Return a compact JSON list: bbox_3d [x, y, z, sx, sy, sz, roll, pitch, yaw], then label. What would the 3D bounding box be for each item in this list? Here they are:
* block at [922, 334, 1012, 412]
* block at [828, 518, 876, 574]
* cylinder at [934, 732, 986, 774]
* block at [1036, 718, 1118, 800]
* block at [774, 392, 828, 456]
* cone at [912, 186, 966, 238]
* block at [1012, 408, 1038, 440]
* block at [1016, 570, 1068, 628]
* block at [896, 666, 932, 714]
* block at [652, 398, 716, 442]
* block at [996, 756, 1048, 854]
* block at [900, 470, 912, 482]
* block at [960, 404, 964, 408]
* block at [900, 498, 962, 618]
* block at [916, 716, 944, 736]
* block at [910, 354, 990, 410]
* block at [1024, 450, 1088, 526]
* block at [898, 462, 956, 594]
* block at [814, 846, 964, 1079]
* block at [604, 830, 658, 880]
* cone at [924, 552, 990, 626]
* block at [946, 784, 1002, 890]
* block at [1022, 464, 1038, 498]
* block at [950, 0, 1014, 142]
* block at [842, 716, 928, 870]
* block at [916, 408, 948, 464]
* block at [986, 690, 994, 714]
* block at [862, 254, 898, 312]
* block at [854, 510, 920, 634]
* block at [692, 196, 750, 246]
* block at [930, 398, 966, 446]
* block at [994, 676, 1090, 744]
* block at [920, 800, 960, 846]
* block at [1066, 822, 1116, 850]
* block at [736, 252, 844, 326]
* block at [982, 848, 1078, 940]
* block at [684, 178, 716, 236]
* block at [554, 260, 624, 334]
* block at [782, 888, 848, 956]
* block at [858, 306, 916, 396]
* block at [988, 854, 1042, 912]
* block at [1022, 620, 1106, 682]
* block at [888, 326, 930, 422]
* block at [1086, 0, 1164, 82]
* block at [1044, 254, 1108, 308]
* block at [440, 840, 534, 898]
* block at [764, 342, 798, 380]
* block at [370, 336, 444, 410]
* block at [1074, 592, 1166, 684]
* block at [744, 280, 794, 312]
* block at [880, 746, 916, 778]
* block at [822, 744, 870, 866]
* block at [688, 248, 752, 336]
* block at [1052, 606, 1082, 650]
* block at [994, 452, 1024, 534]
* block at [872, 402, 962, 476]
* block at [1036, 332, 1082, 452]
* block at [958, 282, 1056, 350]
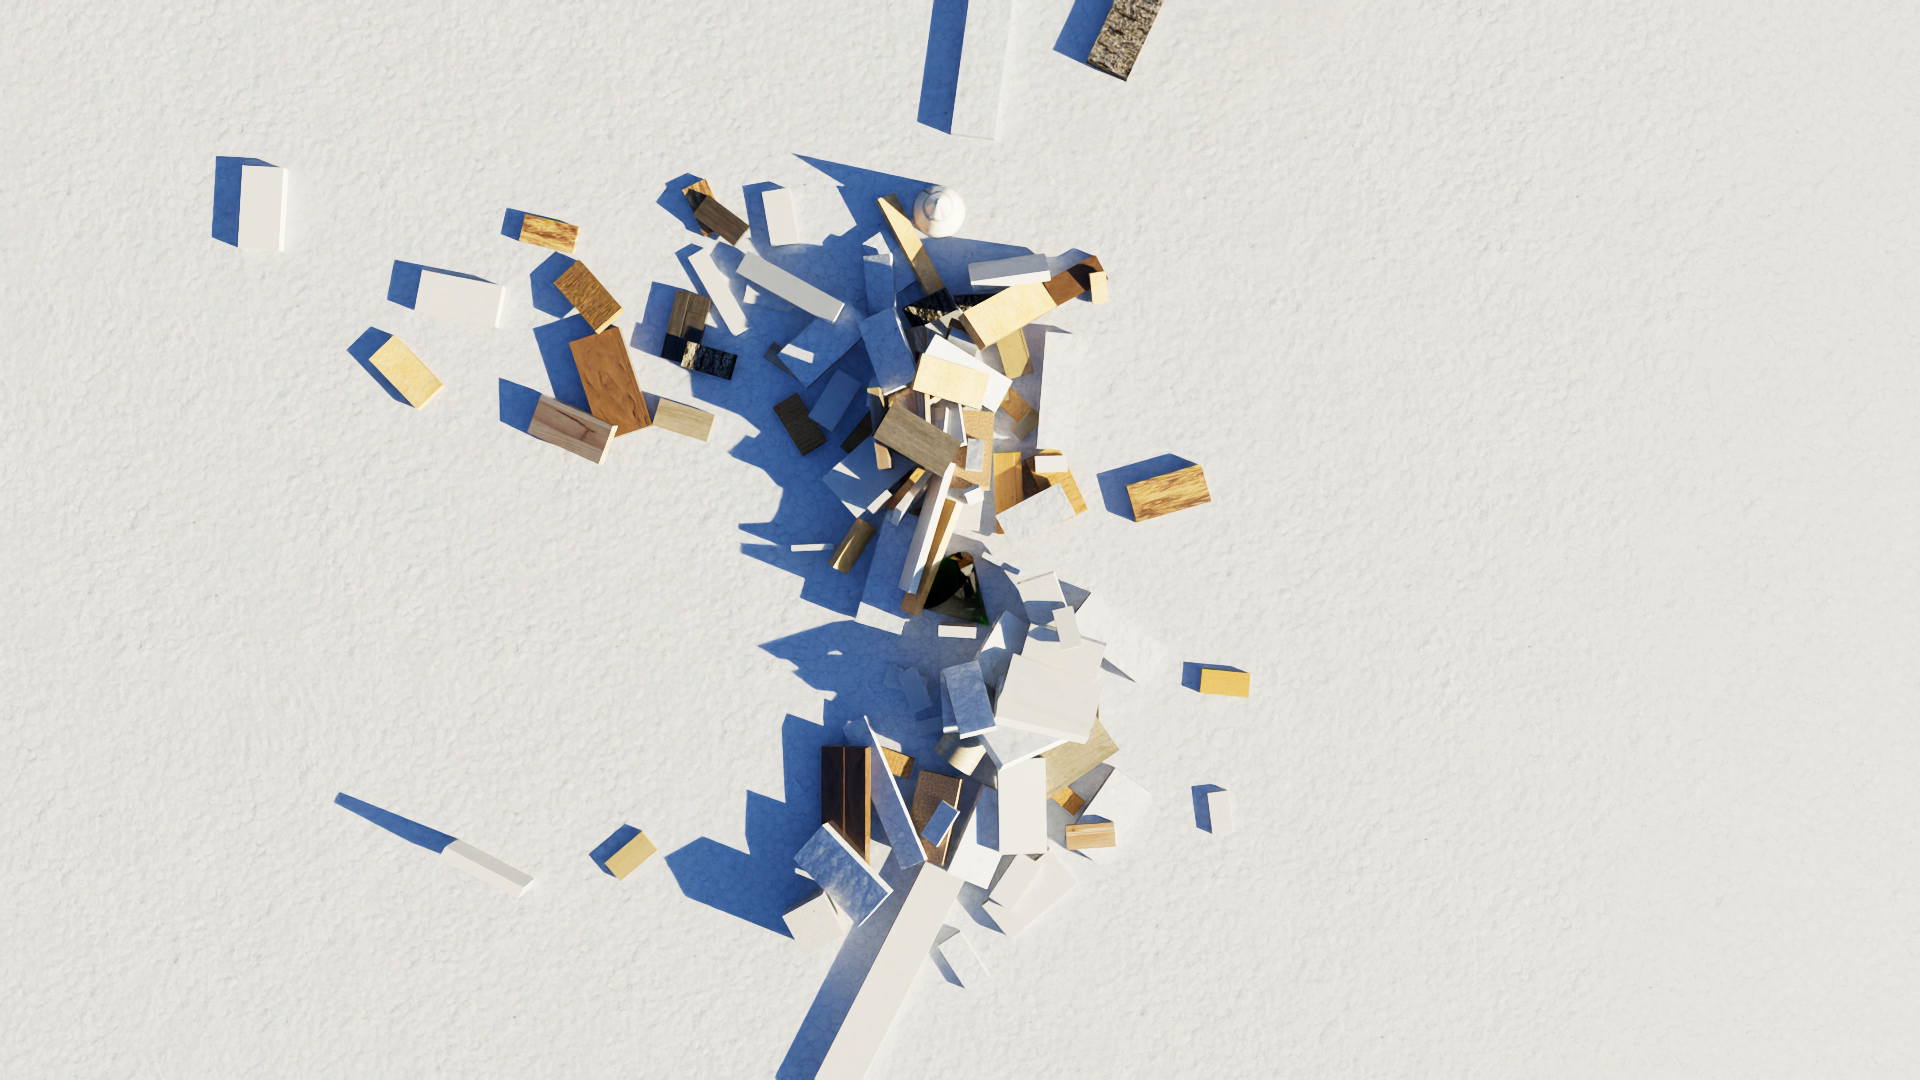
[{"bbox_3d":[0.014,-0.542,5.374,0.302,0.033,0.118,30,86,-17],"label":"block"},{"bbox_3d":[-0.355,0.020,5.455,0.026,0.091,0.182,33,90,33],"label":"block"},{"bbox_3d":[0.016,0.670,5.426,0.148,0.148,0.148,35,90,0],"label":"cylinder"},{"bbox_3d":[0.364,0.716,5.461,0.293,0.042,0.147,-35,90,0],"label":"block"},{"bbox_3d":[-0.532,-0.385,5.487,0.094,0.027,0.189,-32,90,0],"label":"block"},{"bbox_3d":[-0.071,-1.095,5.411,0.178,0.178,0.178,0,90,0],"label":"cone"},{"bbox_3d":[0.222,-0.385,5.481,0.104,0.015,0.052,-46,118,0],"label":"block"},{"bbox_3d":[0.307,0.283,5.440,0.128,0.036,0.347,-18,101,10],"label":"block"},{"bbox_3d":[-0.151,0.495,5.470,0.071,0.020,0.142,-23,90,0],"label":"block"},{"bbox_3d":[-0.918,-0.399,5.487,0.189,0.027,0.095,17,90,0],"label":"block"},{"bbox_3d":[0.202,0.870,5.413,0.156,0.044,0.311,-1,91,-5],"label":"block"},{"bbox_3d":[-0.179,-0.240,5.479,0.047,0.013,0.094,13,90,-43],"label":"block"},{"bbox_3d":[-0.052,-0.541,5.493,0.047,0.013,0.235,-23,90,0],"label":"block"},{"bbox_3d":[-0.094,0.054,5.383,0.026,0.091,0.392,20,91,-33],"label":"block"},{"bbox_3d":[-0.097,0.618,5.493,0.097,0.014,0.049,-13,90,0],"label":"block"},{"bbox_3d":[-0.031,-0.511,5.328,0.236,0.033,0.118,15,90,-17],"label":"block"},{"bbox_3d":[0.319,-0.183,5.474,0.120,0.034,0.239,-25,90,-8],"label":"block"},{"bbox_3d":[-0.110,-0.045,5.378,0.027,0.095,0.442,16,91,-25],"label":"block"},{"bbox_3d":[-0.231,1.450,5.480,0.144,0.041,0.943,27,90,0],"label":"block"},{"bbox_3d":[-1.093,1.051,5.489,0.160,0.023,0.080,-40,90,0],"label":"block"},{"bbox_3d":[0.023,0.209,5.446,0.242,0.242,0.242,-44,117,0],"label":"cone"},{"bbox_3d":[0.082,0.977,5.443,0.147,0.042,0.311,25,86,-11],"label":"block"},{"bbox_3d":[0.229,-0.199,5.493,0.052,0.015,0.104,-17,90,0],"label":"block"},{"bbox_3d":[0.116,-1.875,5.479,0.147,0.042,1.080,8,90,0],"label":"block"},{"bbox_3d":[-0.250,0.833,5.446,0.090,0.025,0.510,-25,83,17],"label":"block"},{"bbox_3d":[-0.093,-0.341,5.366,0.092,0.026,0.184,0,72,19],"label":"block"},{"bbox_3d":[0.104,0.554,5.485,0.049,0.014,0.097,-43,80,0],"label":"block"},{"bbox_3d":[-0.264,-0.851,5.463,0.093,0.026,0.185,-3,98,14],"label":"block"},{"bbox_3d":[-0.216,0.102,5.454,0.157,0.044,0.391,16,90,0],"label":"block"},{"bbox_3d":[-0.790,-1.057,5.464,0.170,0.024,0.085,37,90,0],"label":"block"},{"bbox_3d":[-0.040,-0.392,5.399,0.095,0.027,0.191,-13,73,15],"label":"block"},{"bbox_3d":[0.269,0.555,5.387,0.314,0.044,0.157,14,52,-8],"label":"block"},{"bbox_3d":[-0.065,0.930,5.409,0.067,0.019,0.134,33,93,18],"label":"block"},{"bbox_3d":[0.431,0.977,5.447,0.160,0.023,0.080,-4,90,0],"label":"block"},{"bbox_3d":[-0.560,-0.831,5.443,0.375,0.023,0.081,30,89,9],"label":"block"},{"bbox_3d":[0.232,1.174,5.479,0.292,0.041,0.146,-40,90,0],"label":"block"},{"bbox_3d":[-0.847,-1.105,5.488,0.085,0.024,0.170,-25,90,0],"label":"block"},{"bbox_3d":[-1.228,-0.805,5.459,0.115,0.033,0.230,-42,78,0],"label":"block"},{"bbox_3d":[-0.475,1.251,5.426,0.149,0.149,0.149,-29,90,0],"label":"block"},{"bbox_3d":[-0.229,-0.615,5.372,0.129,0.037,0.258,-23,79,16],"label":"block"},{"bbox_3d":[0.182,1.126,5.446,0.090,0.025,0.179,34,90,0],"label":"block"},{"bbox_3d":[0.339,0.365,5.418,0.256,0.036,0.128,16,104,2],"label":"block"},{"bbox_3d":[-0.169,-0.502,5.384,0.130,0.037,0.387,-9,74,21],"label":"block"},{"bbox_3d":[0.550,-1.692,5.479,0.147,0.042,0.294,25,90,0],"label":"block"},{"bbox_3d":[0.385,-0.861,5.487,0.196,0.026,0.093,-28,90,0],"label":"block"},{"bbox_3d":[-1.555,1.081,5.428,0.287,0.144,0.041,28,90,0],"label":"block"},{"bbox_3d":[-0.582,-0.598,5.491,0.131,0.019,0.066,34,90,0],"label":"block"},{"bbox_3d":[-1.838,-0.556,5.484,0.115,0.033,0.230,-44,90,0],"label":"block"},{"bbox_3d":[0.516,0.326,5.479,0.313,0.041,0.146,37,90,0],"label":"block"},{"bbox_3d":[-0.632,-0.814,5.489,0.161,0.023,0.081,12,90,0],"label":"block"},{"bbox_3d":[-0.227,0.738,5.490,0.142,0.020,0.071,20,90,0],"label":"block"},{"bbox_3d":[-0.378,0.906,5.451,0.156,0.044,0.449,0,91,17],"label":"block"},{"bbox_3d":[-0.800,-0.824,5.491,0.066,0.019,0.303,-30,90,0],"label":"block"},{"bbox_3d":[0.350,0.288,5.379,0.067,0.019,0.134,-13,79,-4],"label":"block"},{"bbox_3d":[0.164,-0.155,5.478,0.092,0.026,0.268,-2,92,7],"label":"block"},{"bbox_3d":[-0.137,-0.322,5.269,0.259,0.037,0.130,30,91,-14],"label":"block"},{"bbox_3d":[0.328,-0.491,5.463,0.120,0.034,0.387,5,84,0],"label":"block"},{"bbox_3d":[0.157,-0.744,5.370,0.368,0.037,0.129,-34,90,-39],"label":"block"}]
